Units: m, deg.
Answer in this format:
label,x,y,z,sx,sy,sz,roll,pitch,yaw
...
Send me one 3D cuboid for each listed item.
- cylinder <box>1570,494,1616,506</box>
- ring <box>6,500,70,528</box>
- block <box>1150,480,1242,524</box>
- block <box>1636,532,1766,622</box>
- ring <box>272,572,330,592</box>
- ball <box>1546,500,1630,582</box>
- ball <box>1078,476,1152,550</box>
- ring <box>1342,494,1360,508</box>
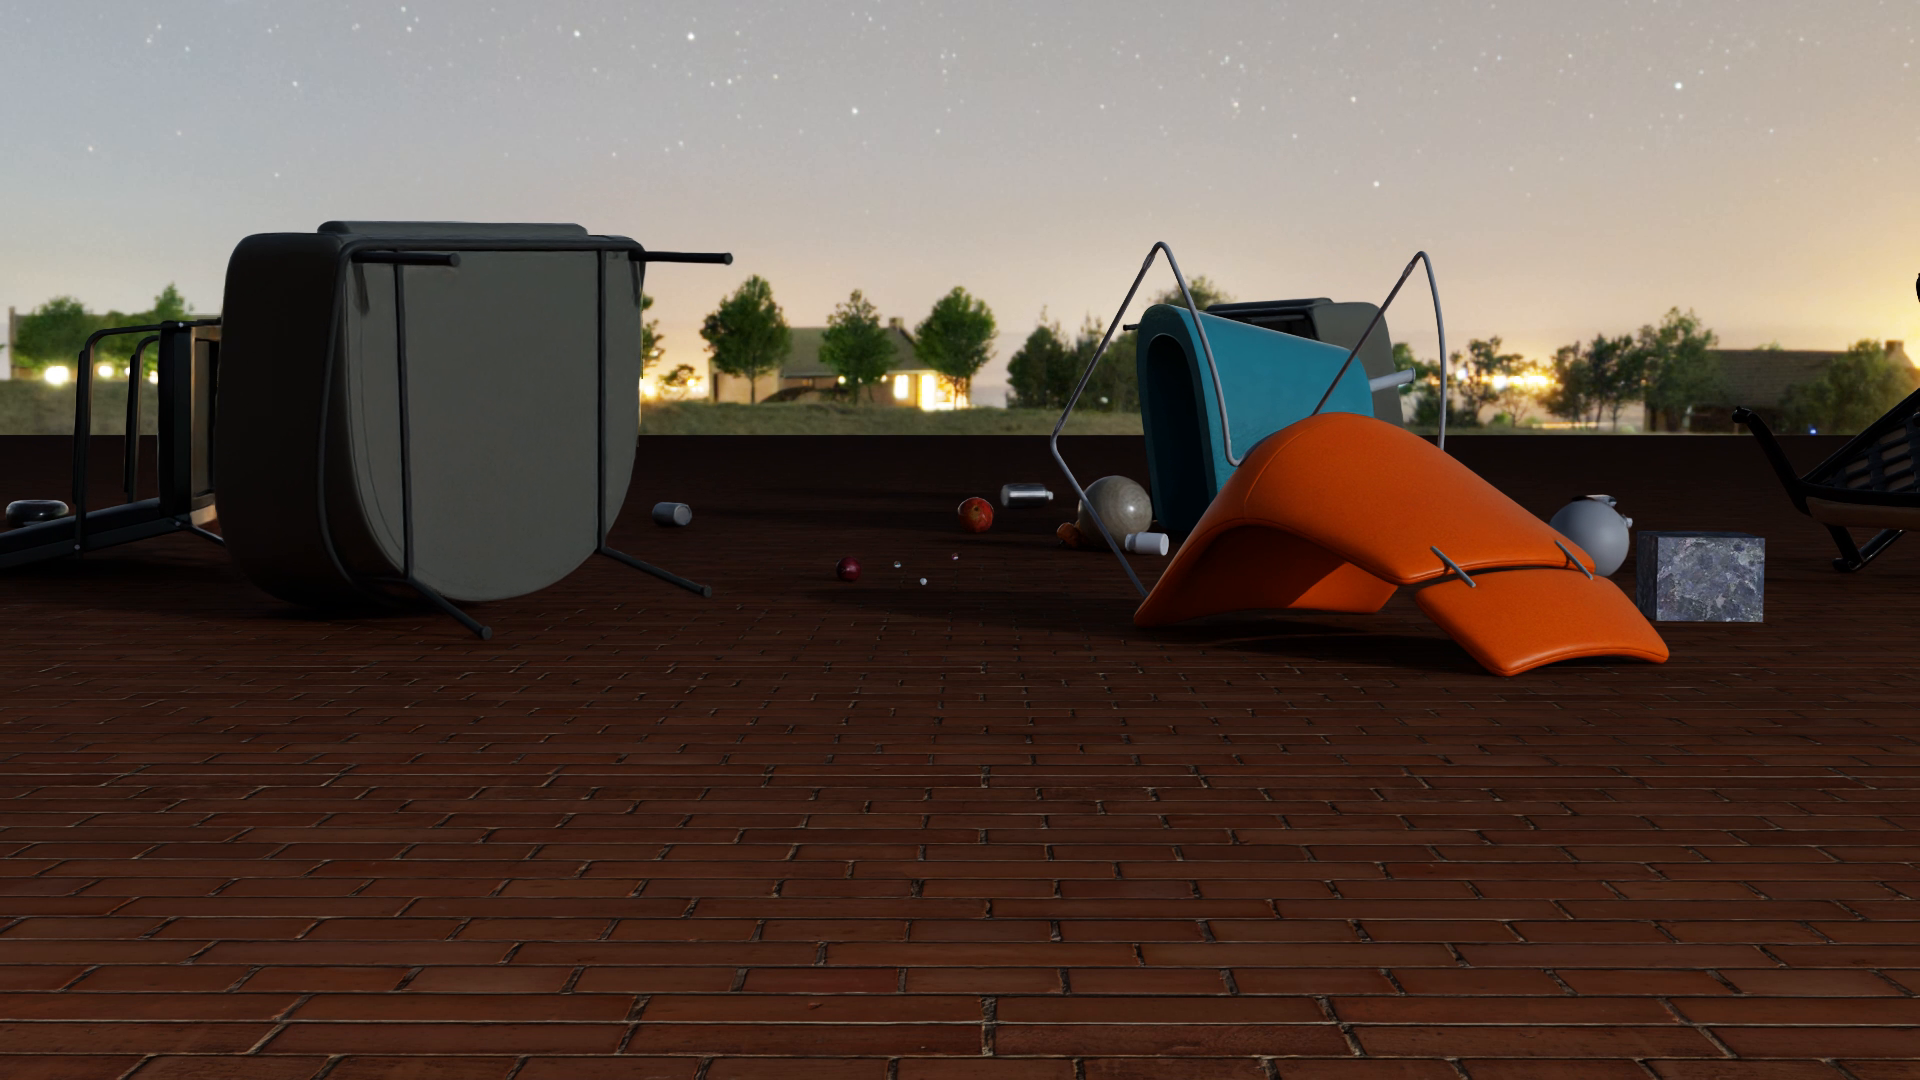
label,x,y,z,sx,sy,sz,roll,pitch,yaw
cylinder,2.401,-0.146,8.332,0.118,0.046,0.121,-3,5,-35
ring,-3.031,-0.087,7.227,0.196,0.082,0.345,-1,3,-22
block,0.801,-0.132,7.474,0.262,0.136,0.174,4,5,42
block,1.459,0.070,4.343,0.200,0.162,0.193,0,4,5
ring,-1.477,0.093,4.928,0.116,0.036,0.150,0,4,11
ball,1.466,0.001,5.137,0.191,0.191,0.191,0,4,0
ball,0.432,-0.076,6.126,0.209,0.209,0.209,0,4,0
ring,1.485,-0.149,8.365,0.069,0.050,0.088,2,5,2
